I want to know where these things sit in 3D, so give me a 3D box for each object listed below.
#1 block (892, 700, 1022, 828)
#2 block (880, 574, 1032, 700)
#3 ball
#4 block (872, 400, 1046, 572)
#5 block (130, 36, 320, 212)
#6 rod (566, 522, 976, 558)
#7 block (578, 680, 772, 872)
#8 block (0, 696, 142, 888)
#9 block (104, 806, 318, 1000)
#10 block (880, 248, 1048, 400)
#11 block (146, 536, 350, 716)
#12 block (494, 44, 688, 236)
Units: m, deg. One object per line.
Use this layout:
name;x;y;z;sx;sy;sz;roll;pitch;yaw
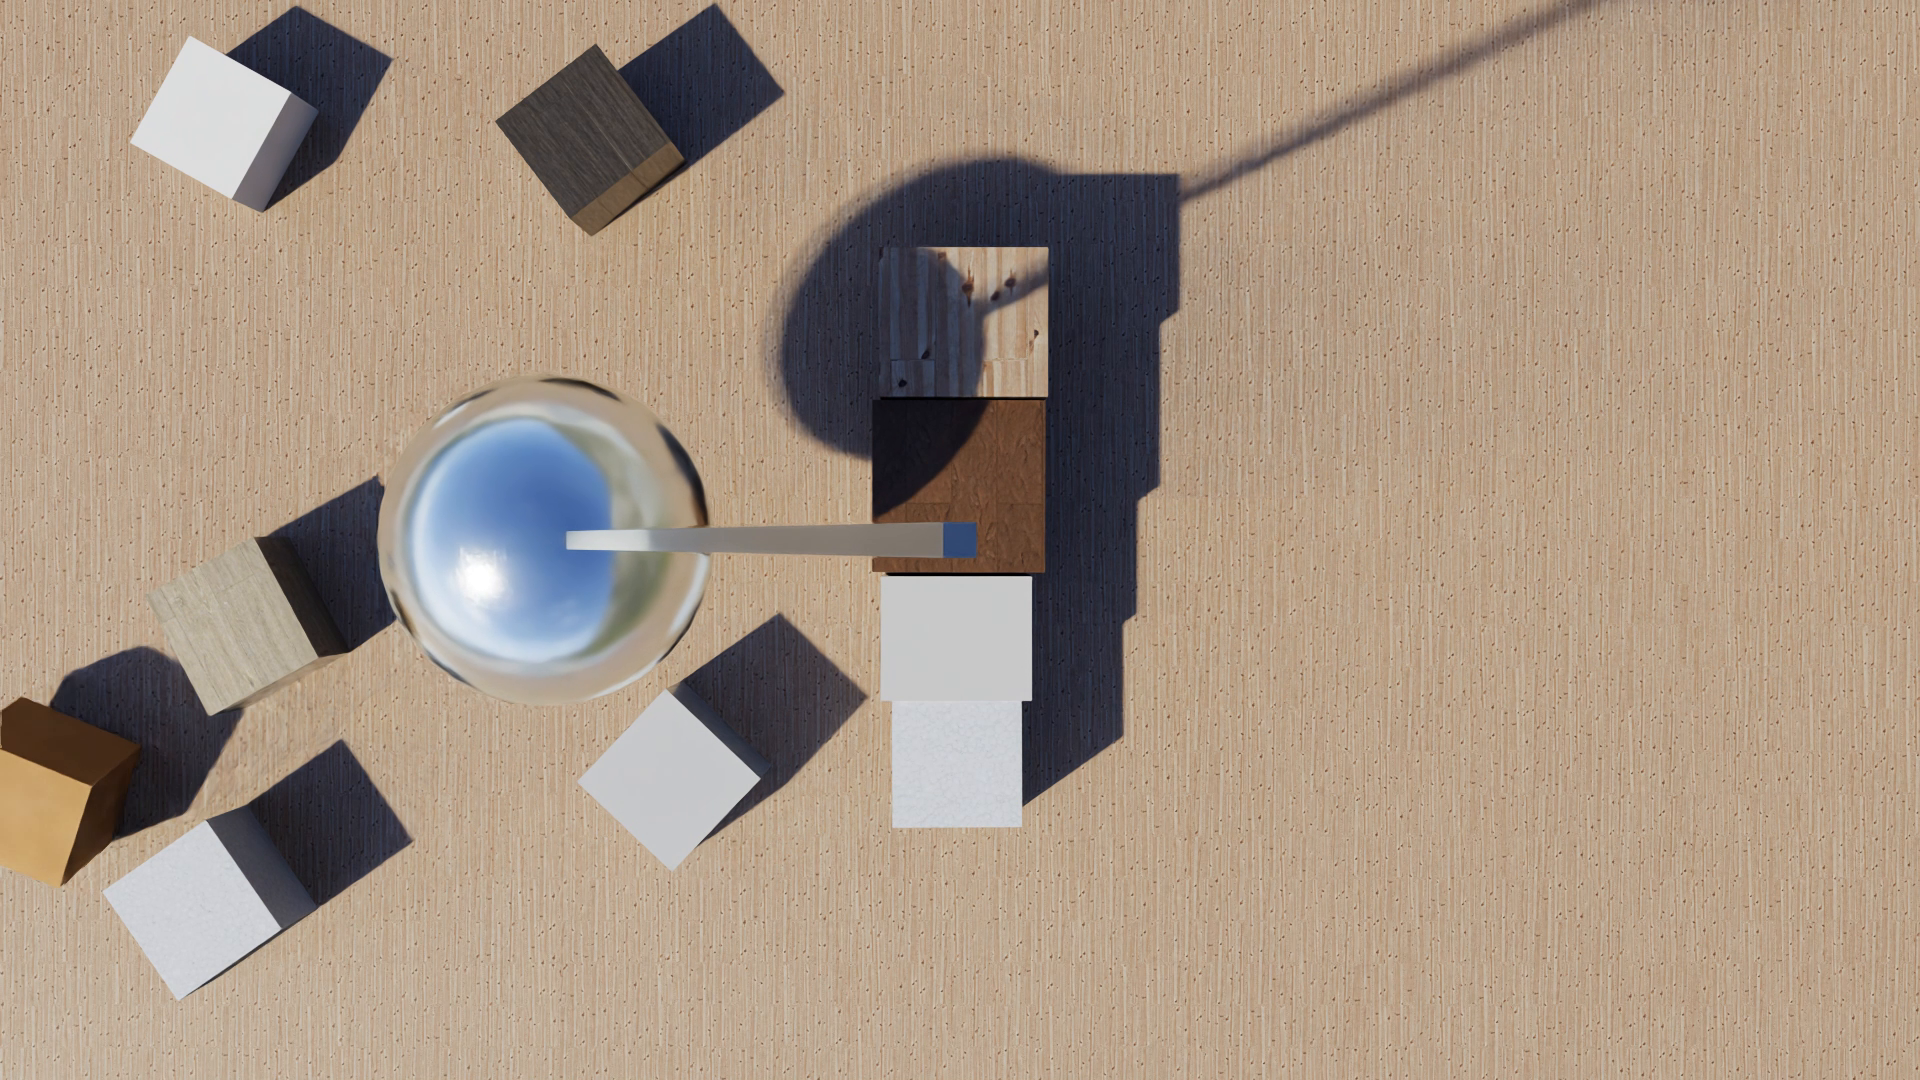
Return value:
block;-0.016;1.243;12.610;0.720;0.779;0.708;0;90;0
block;-0.024;0.543;12.591;0.837;0.819;0.689;0;90;-1
ball;-1.983;0.000;10.586;1.600;1.600;1.600;0;90;0
block;-0.007;-0.296;12.553;0.952;0.894;0.948;0;90;0
block;-4.244;-2.394;12.726;0.659;0.549;0.693;29;90;0
rod;-0.859;0.000;7.377;0.080;5.200;0.080;0;90;-19
block;-1.626;1.341;12.639;0.731;0.723;0.718;43;90;0
block;-5.262;1.436;12.581;0.747;0.641;0.673;23;106;-2
block;-4.294;2.071;12.646;0.704;0.707;0.745;-35;90;0
block;0.020;-1.188;12.485;0.920;1.030;0.812;0;90;0
block;-4.090;0.487;12.672;0.696;0.655;0.773;-28;90;0
block;-2.104;-2.283;12.635;0.715;0.729;0.687;-38;90;0
